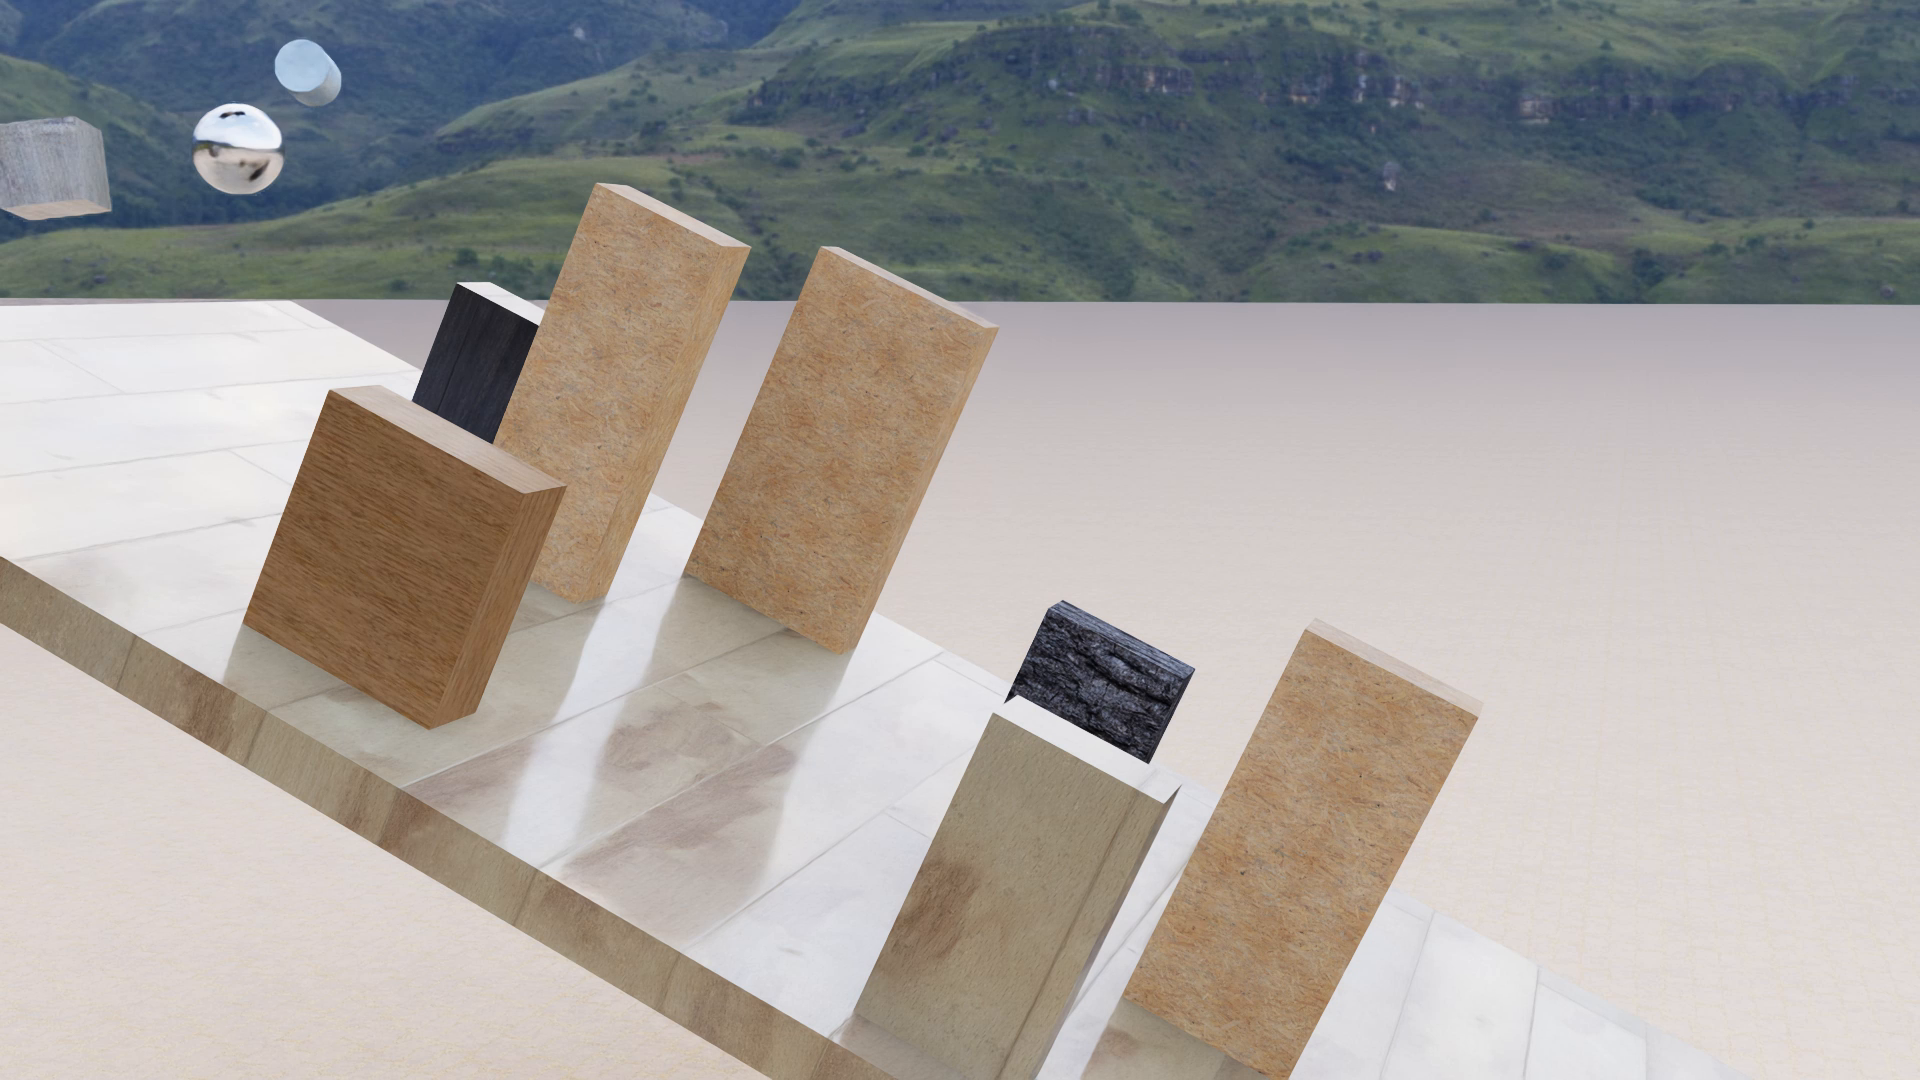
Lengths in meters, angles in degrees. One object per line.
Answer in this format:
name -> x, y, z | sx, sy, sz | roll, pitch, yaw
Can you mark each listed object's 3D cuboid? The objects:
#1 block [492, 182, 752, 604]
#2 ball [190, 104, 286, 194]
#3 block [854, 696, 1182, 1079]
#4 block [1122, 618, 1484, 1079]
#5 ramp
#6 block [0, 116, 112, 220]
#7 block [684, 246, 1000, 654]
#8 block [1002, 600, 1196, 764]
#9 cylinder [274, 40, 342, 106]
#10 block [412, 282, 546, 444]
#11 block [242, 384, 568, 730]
block -> -0.711, -0.289, 4.362 | 0.290, 0.773, 0.142 | 27, 14, 12
ball -> -1.465, -0.793, 4.463 | 0.183, 0.183, 0.183 | 0, 7, 0
block -> 0.083, 0.522, 3.211 | 0.274, 0.507, 0.133 | 27, 14, 12
block -> 0.564, 0.516, 3.644 | 0.305, 0.704, 0.123 | 27, 14, 12
ramp -> -0.267, 0.456, 4.172 | 4.000, 0.100, 2.000 | 27, 14, 12
block -> -1.705, -0.697, 4.127 | 0.154, 0.154, 0.154 | -7, 0, -3
block -> -0.262, -0.193, 4.764 | 0.403, 0.780, 0.109 | 27, 14, 12
block -> 0.192, 0.389, 3.968 | 0.271, 0.482, 0.106 | 27, 14, 12
cylinder -> -1.395, -0.999, 4.709 | 0.114, 0.114, 0.114 | 0, -4, -2
block -> -0.932, -0.255, 4.578 | 0.384, 0.437, 0.138 | 27, 14, 12
block -> -0.905, 0.023, 3.580 | 0.375, 0.425, 0.149 | 27, 14, 12
